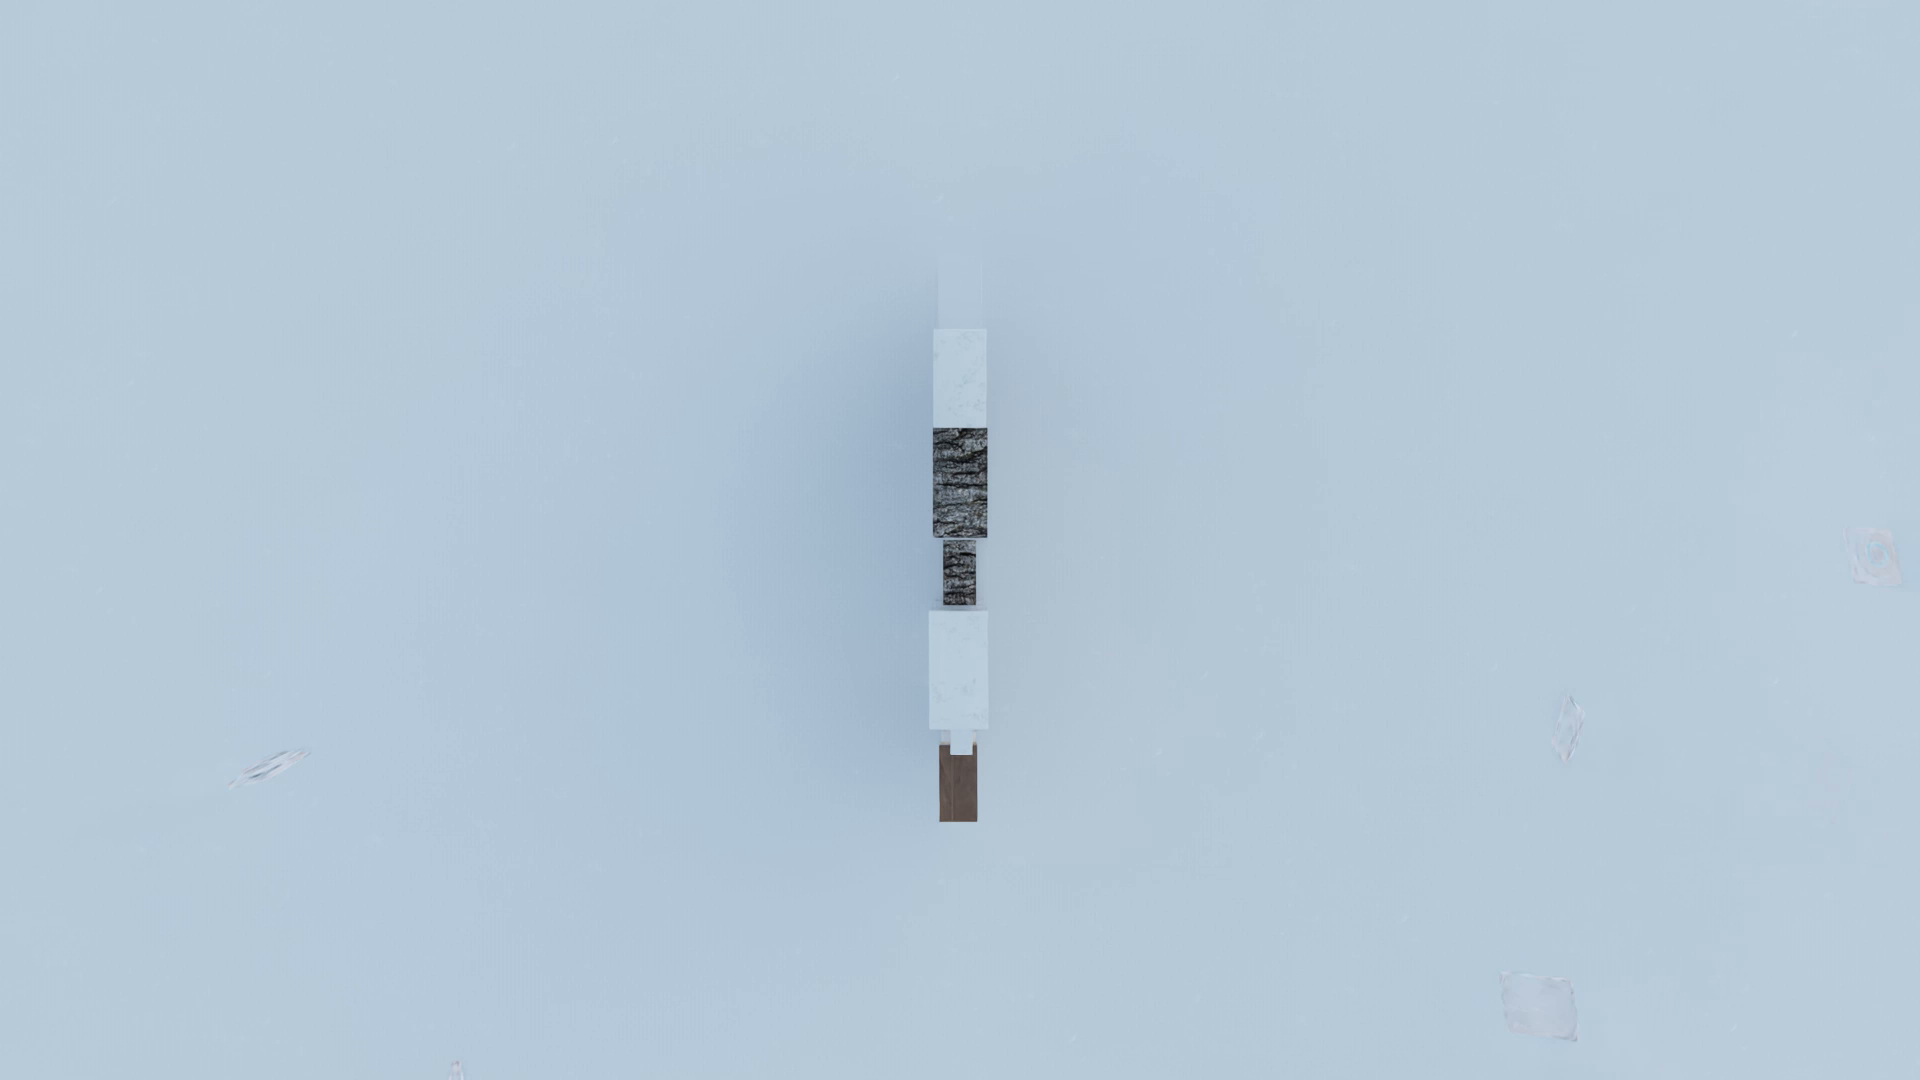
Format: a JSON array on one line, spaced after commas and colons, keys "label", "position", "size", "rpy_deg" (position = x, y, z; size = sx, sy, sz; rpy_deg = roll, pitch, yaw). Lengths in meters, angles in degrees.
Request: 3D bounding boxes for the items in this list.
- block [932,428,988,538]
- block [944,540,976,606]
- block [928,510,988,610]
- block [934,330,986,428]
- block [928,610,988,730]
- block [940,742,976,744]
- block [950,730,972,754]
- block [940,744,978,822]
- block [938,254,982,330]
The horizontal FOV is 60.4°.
[{"label": "block", "position": [0.001, -0.152, 4.393], "size": [0.146, 0.041, 0.292], "rpy_deg": [0, 90, 0]}, {"label": "block", "position": [-0.001, 0.090, 4.514], "size": [0.090, 0.025, 0.179], "rpy_deg": [0, 90, 0]}, {"label": "block", "position": [-0.006, 0.088, 4.730], "size": [0.172, 0.049, 0.345], "rpy_deg": [0, 90, 0]}, {"label": "block", "position": [0.000, -0.454, 4.757], "size": [0.152, 0.043, 0.303], "rpy_deg": [0, 90, 0]}, {"label": "block", "position": [-0.004, 0.343, 4.371], "size": [0.156, 0.044, 0.312], "rpy_deg": [0, 90, 0]}, {"label": "block", "position": [-0.005, 0.672, 5.241], "size": [0.118, 0.237, 0.034], "rpy_deg": [0, 90, 0]}, {"label": "block", "position": [0.004, 0.564, 4.834], "size": [0.063, 0.018, 0.127], "rpy_deg": [0, 90, 0]}, {"label": "block", "position": [-0.005, 0.751, 5.106], "size": [0.118, 0.034, 0.237], "rpy_deg": [0, 90, 0]}, {"label": "block", "position": [0.001, -0.740, 5.028], "size": [0.130, 0.037, 0.259], "rpy_deg": [0, 90, 0]}]
